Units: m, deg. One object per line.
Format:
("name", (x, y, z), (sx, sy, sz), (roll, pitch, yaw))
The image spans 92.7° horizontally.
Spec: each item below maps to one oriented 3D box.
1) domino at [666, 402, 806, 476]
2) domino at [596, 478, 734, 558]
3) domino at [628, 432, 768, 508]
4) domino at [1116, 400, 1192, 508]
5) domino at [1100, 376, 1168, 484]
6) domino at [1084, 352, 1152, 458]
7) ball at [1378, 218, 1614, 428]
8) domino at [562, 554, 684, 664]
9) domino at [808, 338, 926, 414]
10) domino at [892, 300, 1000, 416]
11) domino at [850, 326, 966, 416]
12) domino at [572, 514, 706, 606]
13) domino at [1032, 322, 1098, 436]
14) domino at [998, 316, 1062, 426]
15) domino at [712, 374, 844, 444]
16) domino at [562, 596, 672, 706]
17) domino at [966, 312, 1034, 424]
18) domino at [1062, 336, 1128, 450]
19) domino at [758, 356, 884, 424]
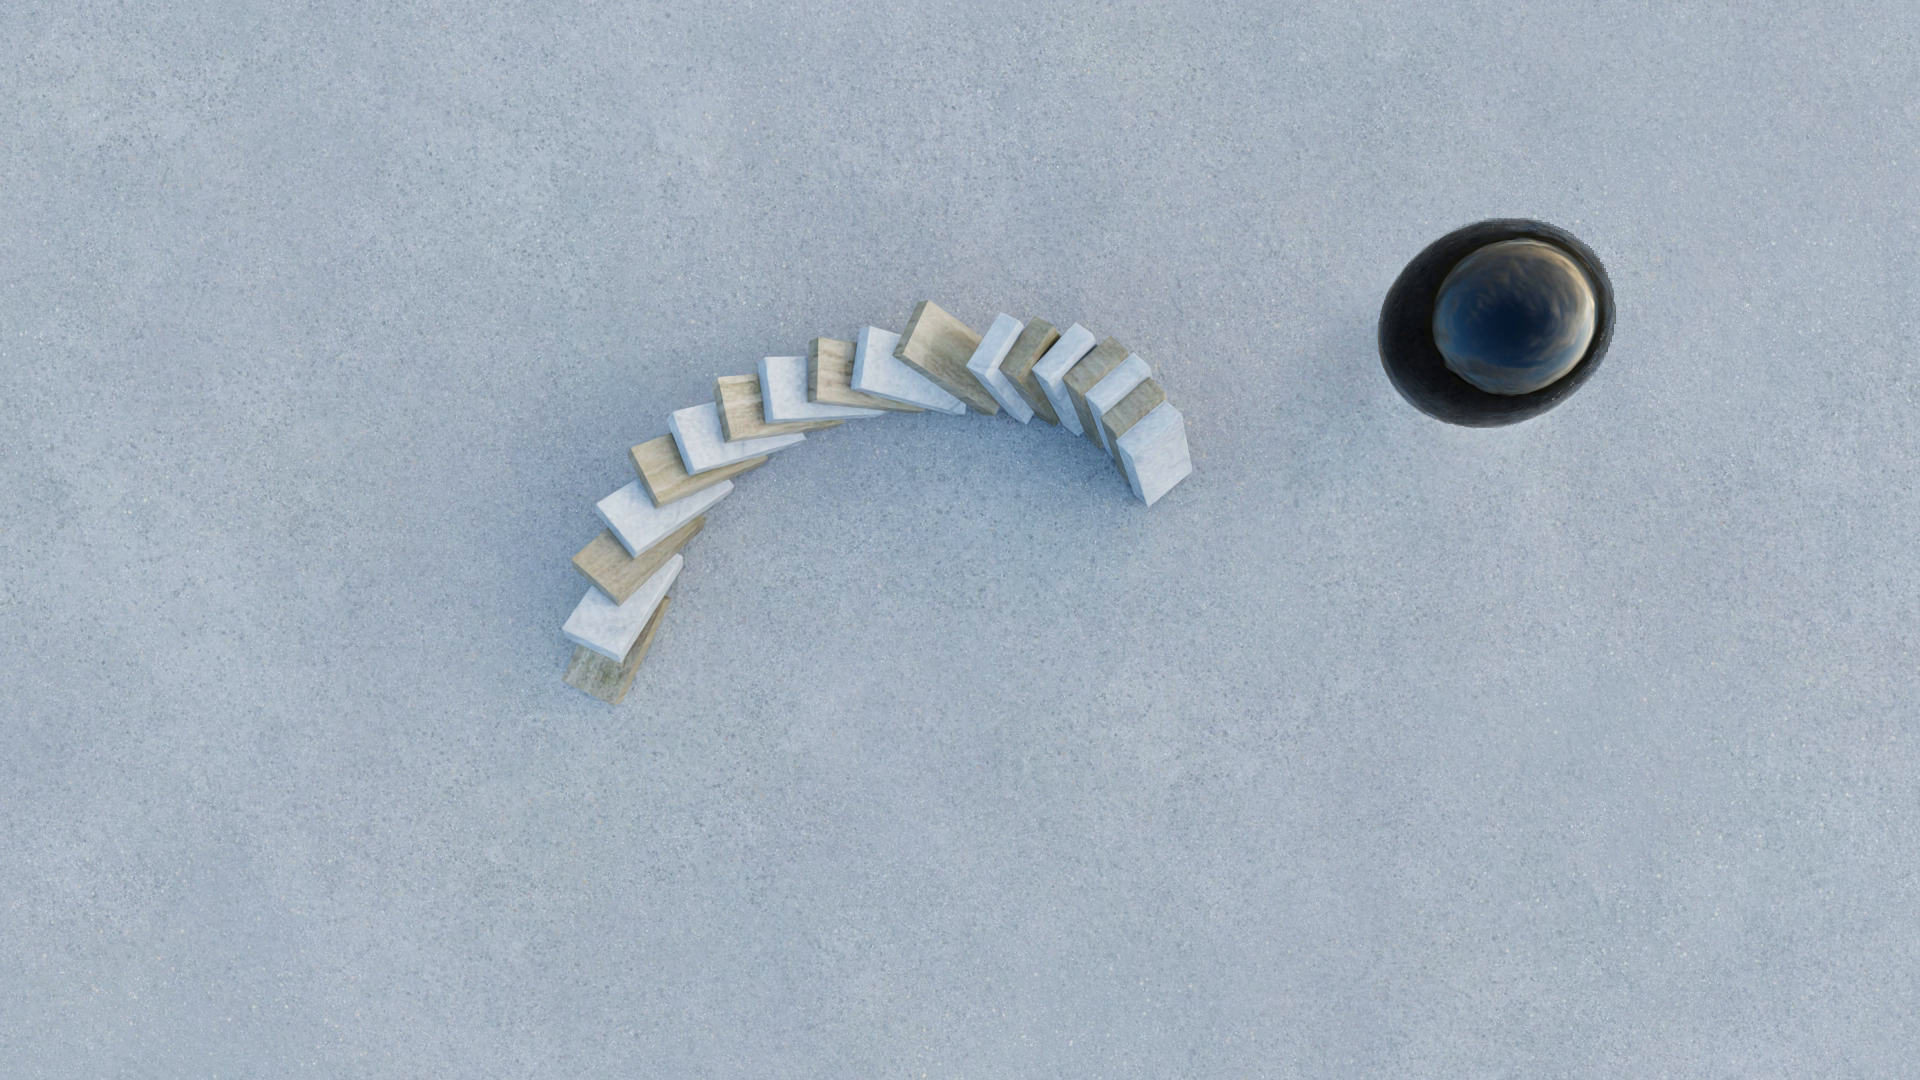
("domino", (-0.093, -0.046, 0.383), (0.050, 0.010, 0.025), (-21, 90, -32))
("domino", (-0.123, -0.017, 0.383), (0.050, 0.009, 0.025), (-40, 90, -30))
("domino", (-0.109, -0.035, 0.383), (0.050, 0.010, 0.025), (-28, 90, -30))
("domino", (0.080, -0.034, 0.376), (0.025, 0.050, 0.009), (-40, 61, 0))
("domino", (0.074, -0.043, 0.376), (0.025, 0.050, 0.009), (-40, 61, 0))
("domino", (0.068, -0.053, 0.376), (0.025, 0.050, 0.009), (-41, 61, 0))
("ball", (0.208, -0.084, 0.360), (0.080, 0.080, 0.080), (0, 90, 0))
("domino", (-0.140, 0.023, 0.383), (0.025, 0.009, 0.050), (25, 59, -1))
("domino", (-0.038, -0.068, 0.383), (0.050, 0.010, 0.025), (1, 90, -33))
("domino", (-0.001, -0.075, 0.382), (0.050, 0.010, 0.025), (29, 81, -30))
("domino", (-0.019, -0.070, 0.382), (0.050, 0.009, 0.025), (9, 89, -32))
("domino", (-0.134, 0.001, 0.383), (0.025, 0.010, 0.050), (40, 60, 0))
("domino", (0.048, -0.065, 0.376), (0.025, 0.050, 0.010), (-47, 62, 0))
("domino", (0.035, -0.068, 0.376), (0.010, 0.050, 0.025), (34, 90, 28))
("domino", (-0.076, -0.057, 0.383), (0.050, 0.009, 0.025), (-13, 90, -32))
("domino", (-0.148, 0.043, 0.395), (0.025, 0.010, 0.050), (26, 90, 0))
("domino", (0.022, -0.069, 0.376), (0.010, 0.050, 0.025), (32, 89, 28))
("domino", (0.059, -0.059, 0.376), (0.025, 0.050, 0.009), (-41, 61, 0))
("domino", (-0.057, -0.063, 0.383), (0.050, 0.009, 0.025), (-8, 90, -32))
